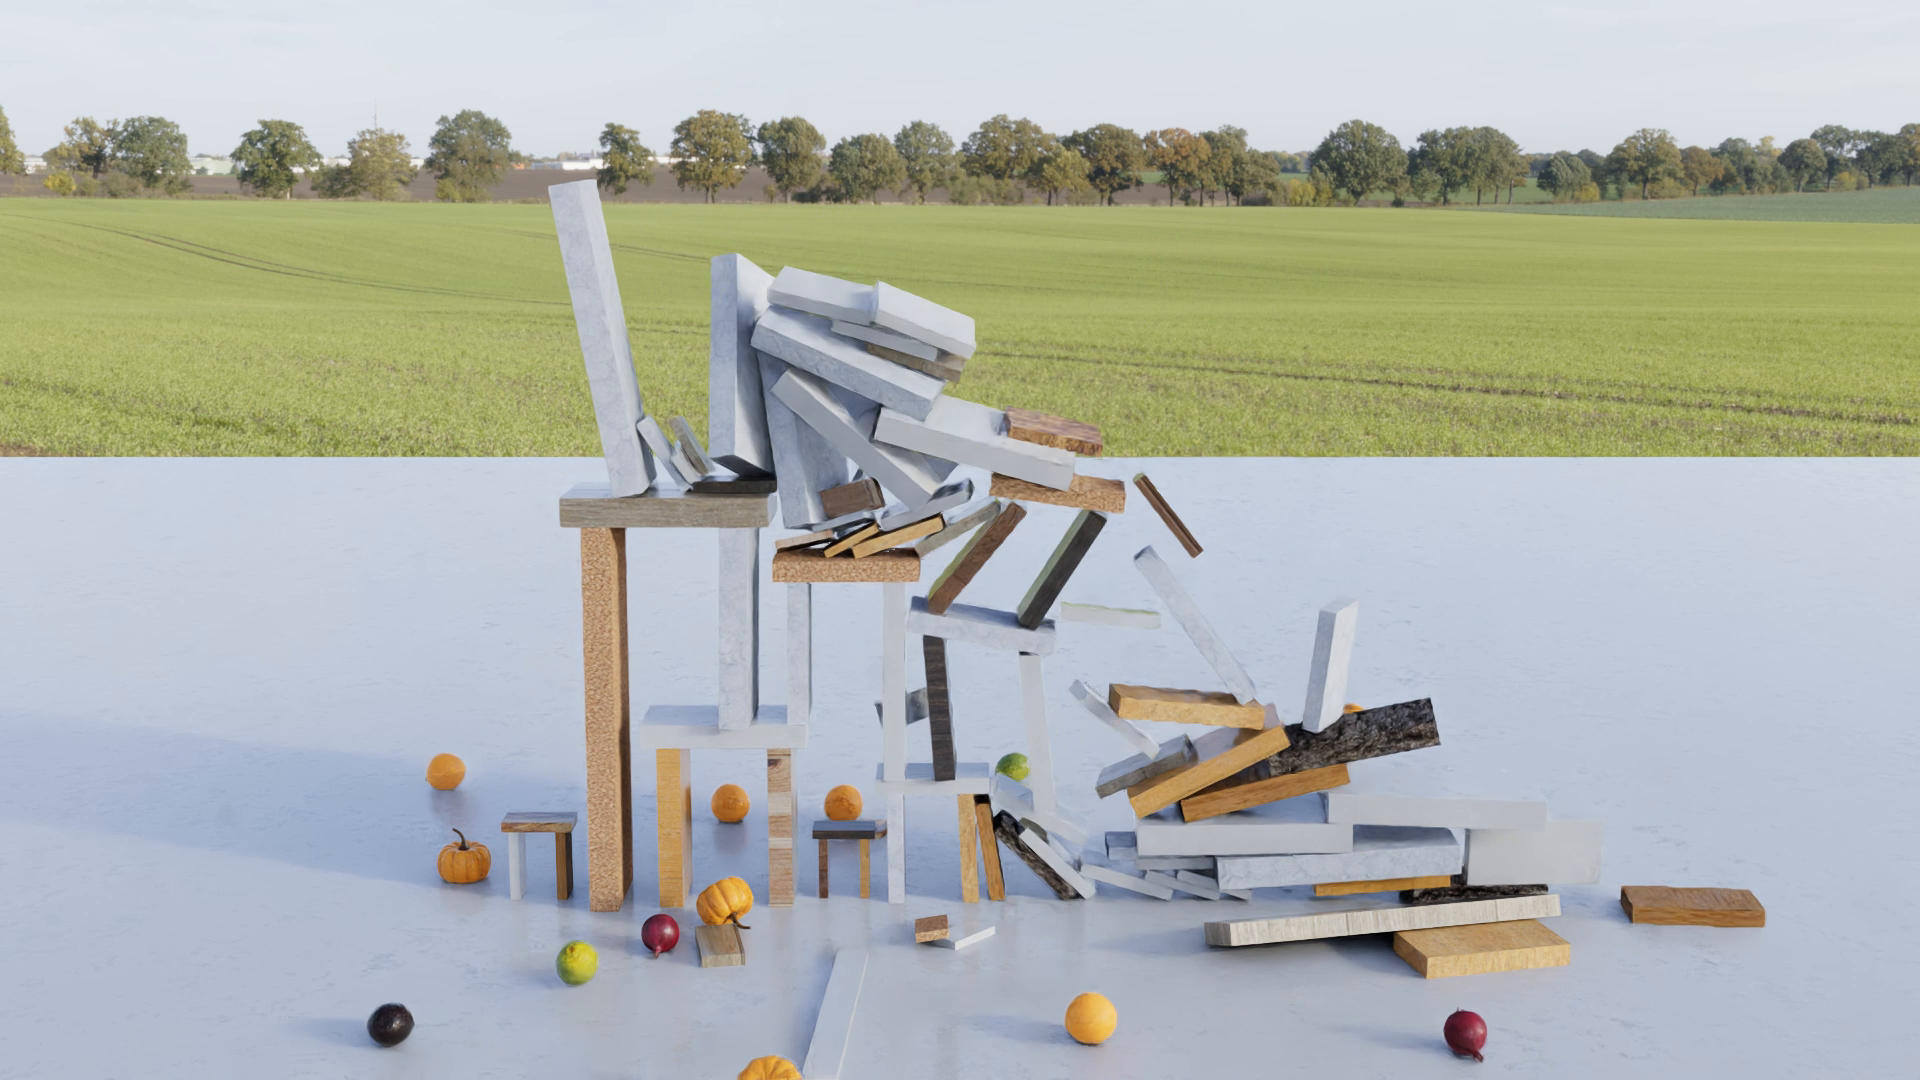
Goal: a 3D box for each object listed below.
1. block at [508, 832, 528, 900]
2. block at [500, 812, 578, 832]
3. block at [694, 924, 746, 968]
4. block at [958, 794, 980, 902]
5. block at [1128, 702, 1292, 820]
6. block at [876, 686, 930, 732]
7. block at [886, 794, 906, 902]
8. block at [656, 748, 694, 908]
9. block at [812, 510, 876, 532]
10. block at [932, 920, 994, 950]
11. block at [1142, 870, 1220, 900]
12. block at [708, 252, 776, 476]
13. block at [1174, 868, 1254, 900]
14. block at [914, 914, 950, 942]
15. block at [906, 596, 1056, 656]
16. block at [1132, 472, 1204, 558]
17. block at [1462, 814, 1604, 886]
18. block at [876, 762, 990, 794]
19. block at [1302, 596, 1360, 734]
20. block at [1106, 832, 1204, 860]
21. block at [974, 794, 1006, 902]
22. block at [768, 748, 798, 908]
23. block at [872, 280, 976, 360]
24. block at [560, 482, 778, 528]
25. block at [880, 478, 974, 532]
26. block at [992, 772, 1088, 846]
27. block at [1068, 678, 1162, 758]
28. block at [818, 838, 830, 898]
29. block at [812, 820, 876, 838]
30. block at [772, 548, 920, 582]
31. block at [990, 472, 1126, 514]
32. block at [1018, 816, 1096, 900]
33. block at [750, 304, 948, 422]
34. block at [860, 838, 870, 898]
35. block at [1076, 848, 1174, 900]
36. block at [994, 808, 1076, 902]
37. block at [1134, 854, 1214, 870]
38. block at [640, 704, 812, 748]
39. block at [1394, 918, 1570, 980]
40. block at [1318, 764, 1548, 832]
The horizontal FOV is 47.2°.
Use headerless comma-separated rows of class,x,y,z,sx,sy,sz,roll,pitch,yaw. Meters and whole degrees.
block,-0.736,0.533,3.658,0.016,0.116,0.058,0,11,0
block,-0.697,0.468,3.646,0.116,0.016,0.058,0,11,0
block,-0.373,0.629,3.410,0.066,0.019,0.131,-2,11,-11
block,0.014,0.498,3.654,0.026,0.185,0.093,-3,10,1
block,0.407,0.362,3.620,0.274,0.039,0.137,-27,9,8
block,-0.091,0.287,3.751,0.103,0.051,0.015,-18,8,-24
block,-0.106,0.498,3.654,0.026,0.185,0.093,0,11,0
block,-0.472,0.457,3.646,0.038,0.269,0.135,0,11,0
block,-0.187,-0.028,3.549,0.094,0.013,0.047,-16,-10,20
block,0.006,0.621,3.463,0.047,0.013,0.094,9,14,41
block,0.368,0.565,3.660,0.128,0.018,0.064,16,10,-2
block,-0.345,-0.278,3.598,0.048,0.342,0.171,-7,-16,23
block,0.421,0.562,3.654,0.128,0.018,0.064,16,10,-2
block,-0.044,0.611,3.458,0.052,0.015,0.103,-9,3,-1
block,0.035,0.139,3.580,0.239,0.034,0.119,10,11,-1
block,0.335,-0.041,3.552,0.022,0.155,0.077,-38,4,5
block,0.944,0.510,3.622,0.221,0.110,0.031,0,15,-2
block,-0.045,0.394,3.635,0.185,0.026,0.093,0,11,0
block,0.605,0.203,3.587,0.029,0.206,0.103,15,18,28
block,0.323,0.506,3.655,0.158,0.022,0.079,-2,10,0
block,0.049,0.506,3.657,0.024,0.167,0.084,-9,10,2
block,-0.293,0.457,3.646,0.038,0.269,0.135,0,11,0
block,-0.057,-0.346,3.451,0.169,0.024,0.085,20,35,-17
block,-0.466,-0.058,3.543,0.329,0.047,0.164,0,11,1
block,-0.053,-0.057,3.560,0.149,0.021,0.075,-20,14,13
block,0.131,0.446,3.642,0.167,0.024,0.084,28,10,-4
block,0.254,0.294,3.621,0.161,0.023,0.081,38,3,-17
block,-0.226,0.539,3.663,0.015,0.103,0.051,0,11,0
block,-0.192,0.481,3.652,0.103,0.015,0.051,0,11,0
block,-0.182,0.040,3.565,0.235,0.033,0.117,0,11,0
block,0.157,-0.083,3.538,0.215,0.030,0.108,8,14,0
block,0.161,0.527,3.662,0.158,0.022,0.079,43,8,-7
block,-0.168,-0.299,3.501,0.301,0.043,0.150,24,34,2
block,-0.158,0.539,3.663,0.015,0.103,0.051,0,11,0
block,0.275,0.557,3.666,0.158,0.022,0.079,16,10,-2
block,0.125,0.524,3.662,0.167,0.024,0.084,43,8,-7
block,0.353,0.527,3.648,0.128,0.018,0.064,-1,10,1
block,-0.384,0.306,3.618,0.269,0.038,0.135,0,11,0
block,0.801,0.627,3.380,0.237,0.034,0.118,-3,11,-14
block,0.771,0.422,3.613,0.346,0.049,0.173,2,10,3
